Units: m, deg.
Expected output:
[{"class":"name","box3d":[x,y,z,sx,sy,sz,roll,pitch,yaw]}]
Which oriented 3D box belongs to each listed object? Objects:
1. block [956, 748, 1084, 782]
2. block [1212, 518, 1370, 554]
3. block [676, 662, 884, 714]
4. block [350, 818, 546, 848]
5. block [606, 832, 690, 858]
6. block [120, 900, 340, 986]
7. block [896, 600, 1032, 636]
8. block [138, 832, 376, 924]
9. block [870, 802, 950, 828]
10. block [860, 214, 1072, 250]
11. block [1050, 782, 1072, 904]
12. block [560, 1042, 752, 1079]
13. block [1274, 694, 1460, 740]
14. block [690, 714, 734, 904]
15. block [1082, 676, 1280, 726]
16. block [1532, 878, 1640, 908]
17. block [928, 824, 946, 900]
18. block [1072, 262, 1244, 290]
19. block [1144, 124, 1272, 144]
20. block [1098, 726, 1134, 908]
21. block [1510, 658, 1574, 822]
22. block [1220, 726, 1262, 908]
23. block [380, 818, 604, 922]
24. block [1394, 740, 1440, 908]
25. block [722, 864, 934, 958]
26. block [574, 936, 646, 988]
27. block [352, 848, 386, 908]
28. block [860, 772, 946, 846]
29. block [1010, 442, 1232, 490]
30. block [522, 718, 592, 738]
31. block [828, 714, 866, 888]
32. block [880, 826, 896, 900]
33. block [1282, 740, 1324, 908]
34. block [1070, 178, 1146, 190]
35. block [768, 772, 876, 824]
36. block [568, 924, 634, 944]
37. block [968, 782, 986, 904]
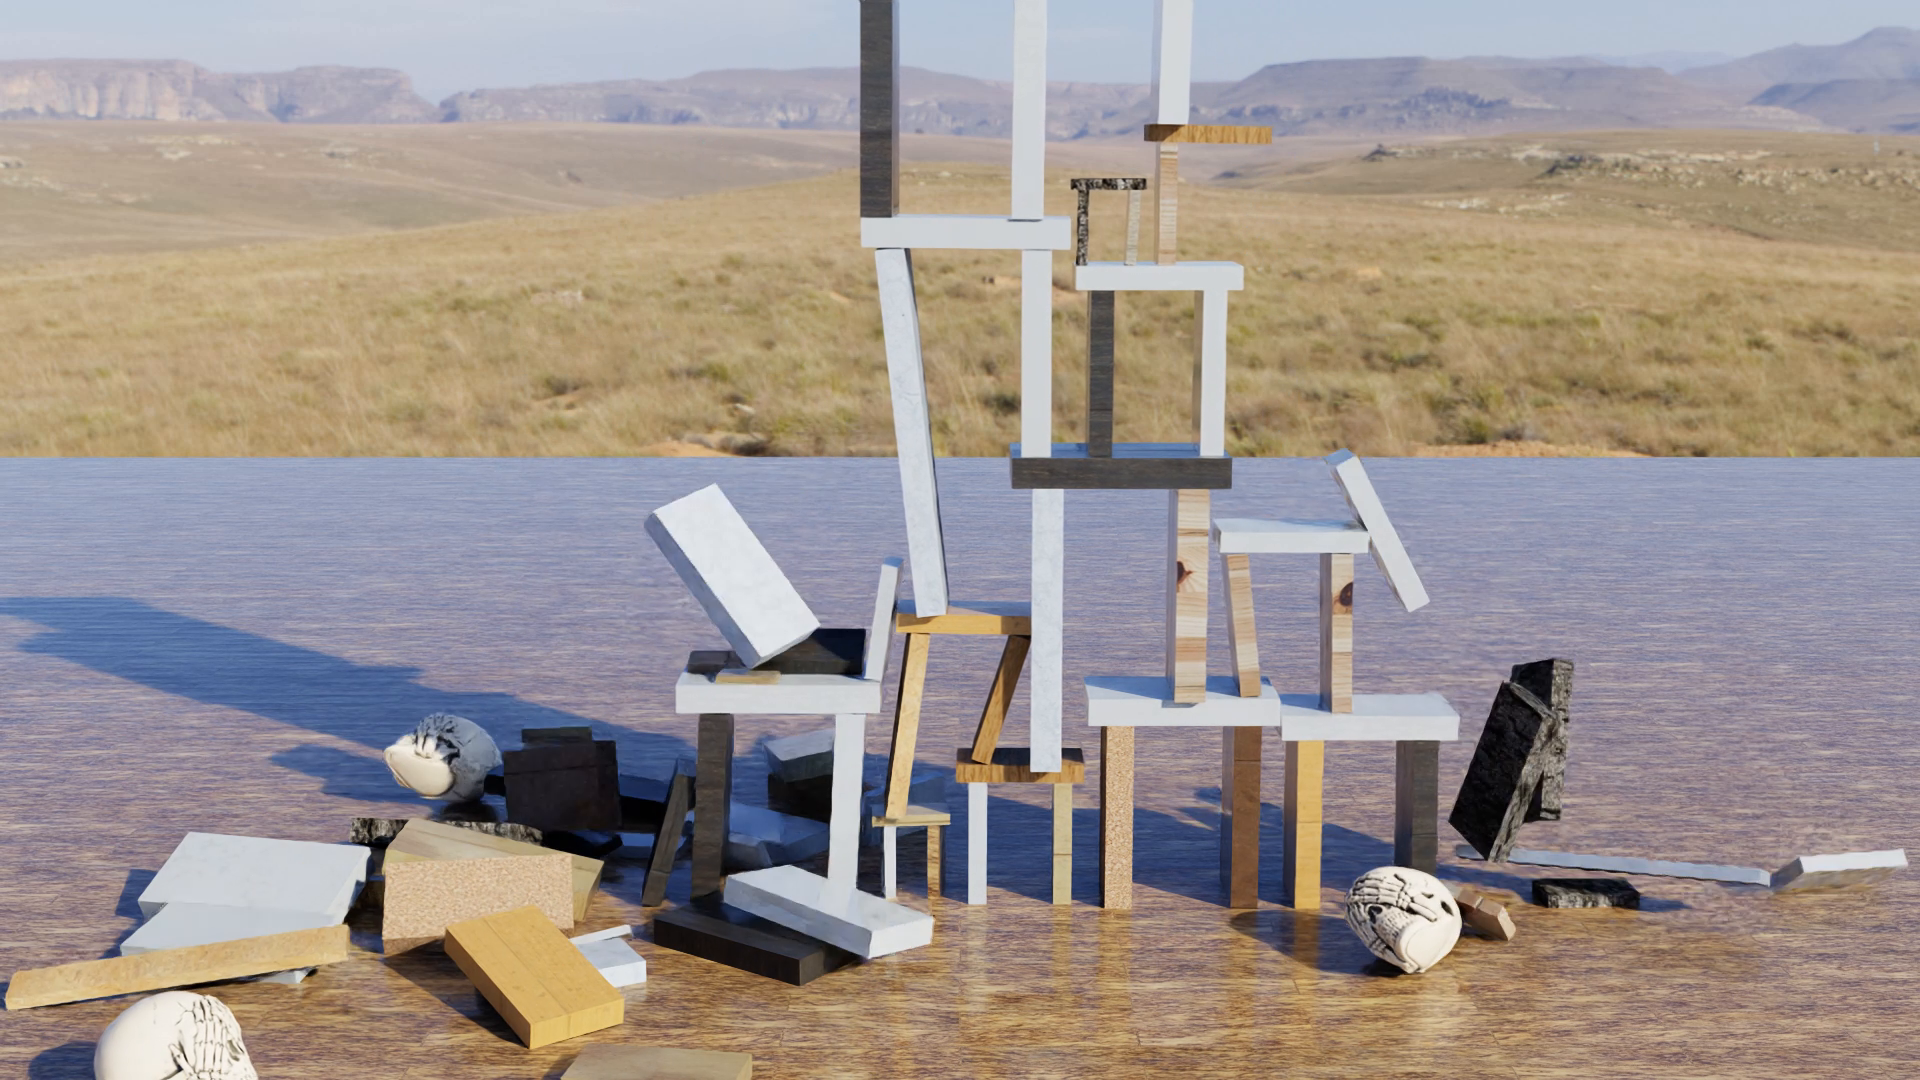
[{"class":"block","box3d":[0.099,0.371,3.627,0.208,0.029,0.104,0,11,0]},{"class":"block","box3d":[0.533,-0.007,3.559,0.236,0.033,0.118,0,11,0]},{"class":"block","box3d":[-0.292,0.241,3.613,0.328,0.046,0.164,0,11,0]},{"class":"block","box3d":[-0.886,0.514,3.812,0.297,0.042,0.148,1,-12,7]},{"class":"block","box3d":[-0.556,0.540,3.885,0.141,0.020,0.071,1,11,6]},{"class":"block","box3d":[-1.113,0.615,3.366,0.288,0.041,0.144,2,19,12]},{"class":"block","box3d":[0.008,0.126,3.591,0.218,0.031,0.109,1,11,2]},{"class":"block","box3d":[-1.134,0.556,3.552,0.329,0.047,0.165,3,35,14]},{"class":"block","box3d":[-0.083,0.455,3.645,0.128,0.018,0.064,-1,11,-5]},{"class":"block","box3d":[0.011,-0.488,3.472,0.324,0.046,0.162,1,11,2]},{"class":"block","box3d":[0.168,0.488,3.651,0.029,0.208,0.104,0,11,0]},{"class":"block","box3d":[-0.401,0.713,2.920,0.228,0.032,0.114,2,11,9]},{"class":"block","box3d":[0.661,0.290,3.613,0.284,0.040,0.142,0,11,0]},{"class":"block","box3d":[-0.409,0.427,3.645,0.046,0.328,0.164,4,10,-2]},{"class":"block","box3d":[0.361,0.264,3.614,0.309,0.044,0.154,0,11,0]},{"class":"block","box3d":[1.036,0.584,3.642,0.154,0.022,0.077,-1,11,-4]},{"class":"block","box3d":[-0.039,0.526,3.663,0.018,0.128,0.064,2,11,10]},{"class":"block","box3d":[0.311,-0.419,3.485,0.260,0.037,0.130,0,11,0]},{"class":"block","box3d":[0.387,-0.636,3.446,0.190,0.027,0.095,1,11,0]},{"class":"block","box3d":[0.259,0.437,3.646,0.044,0.309,0.154,0,11,0]},{"class":"block","box3d":[0.969,0.339,3.702,0.037,0.265,0.132,12,-12,-16]},{"class":"block","box3d":[0.465,0.437,3.646,0.044,0.309,0.154,0,11,0]},{"class":"block","box3d":[-0.763,0.539,3.609,0.329,0.047,0.165,13,10,-2]},{"class":"block","box3d":[0.755,0.450,3.642,0.040,0.284,0.142,-1,11,0]},{"class":"block","box3d":[-0.205,0.570,3.392,0.297,0.042,0.149,13,8,36]},{"class":"block","box3d":[-0.596,0.645,3.282,0.228,0.032,0.114,-6,12,-29]},{"class":"block","box3d":[-0.965,0.565,3.677,0.329,0.047,0.165,0,11,0]},{"class":"block","box3d":[-0.101,0.485,3.974,0.027,0.094,0.188,15,18,41]},{"class":"block","box3d":[0.254,-0.120,3.534,0.346,0.049,0.173,0,11,0]},{"class":"block","box3d":[-0.851,0.397,4.651,0.141,0.020,0.071,-1,11,-7]},{"class":"block","box3d":[-0.187,0.427,3.644,0.046,0.328,0.164,3,10,-1]},{"class":"block","box3d":[-0.119,0.527,3.660,0.018,0.128,0.064,-2,11,-8]},{"class":"block","box3d":[0.567,0.450,3.641,0.040,0.284,0.142,0,11,0]},{"class":"block","box3d":[0.233,-0.559,3.457,0.116,0.016,0.058,0,11,0]},{"class":"block","box3d":[-0.244,0.481,4.152,0.132,0.037,0.265,-7,12,-31]},{"class":"block","box3d":[-0.555,0.614,3.393,0.095,0.014,0.048,-13,-17,-7]},{"class":"block","box3d":[0.029,0.488,3.650,0.029,0.208,0.104,0,11,0]}]
